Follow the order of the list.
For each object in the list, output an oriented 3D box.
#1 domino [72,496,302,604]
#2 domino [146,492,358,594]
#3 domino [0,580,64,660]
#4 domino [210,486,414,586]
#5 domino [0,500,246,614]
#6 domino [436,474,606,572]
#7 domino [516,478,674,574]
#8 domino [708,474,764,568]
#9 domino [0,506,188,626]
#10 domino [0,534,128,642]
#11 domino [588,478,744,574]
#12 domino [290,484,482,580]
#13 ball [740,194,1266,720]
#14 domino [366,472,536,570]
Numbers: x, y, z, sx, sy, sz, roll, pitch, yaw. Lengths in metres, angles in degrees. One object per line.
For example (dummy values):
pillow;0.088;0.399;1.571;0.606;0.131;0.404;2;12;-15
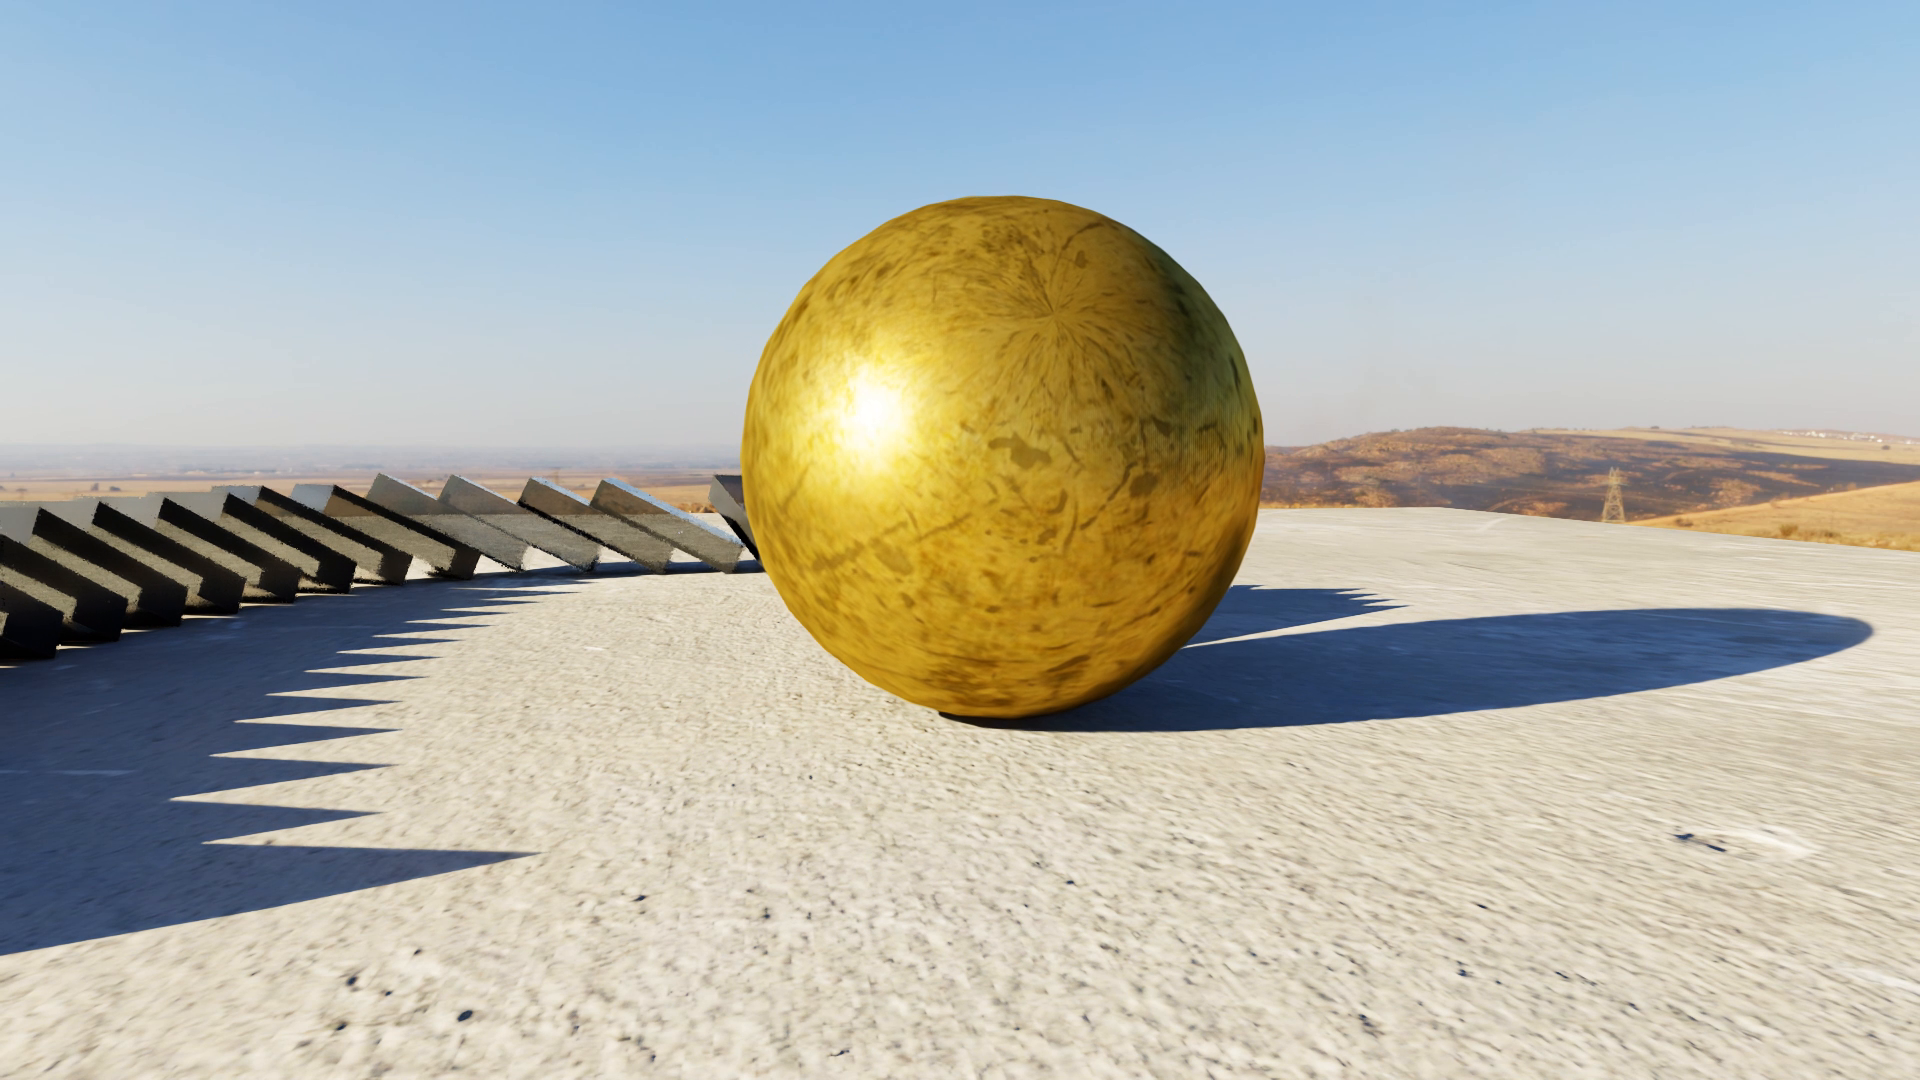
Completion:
domino;-0.194;0.003;0.324;0.025;0.009;0.050;1;-21;11
domino;-0.191;0.001;0.346;0.025;0.010;0.050;1;-21;14
domino;-0.191;0.010;0.232;0.025;0.010;0.050;0;-21;-4
domino;-0.188;-0.001;0.371;0.025;0.010;0.050;2;-22;32
domino;-0.196;0.005;0.301;0.025;0.009;0.050;1;-21;8
domino;-0.141;-0.005;0.415;0.050;0.009;0.025;27;-5;-10
domino;-0.119;-0.005;0.423;0.050;0.009;0.025;27;-2;-11
domino;-0.065;-0.006;0.441;0.025;0.010;0.050;-1;31;-36
domino;-0.195;0.007;0.278;0.025;0.010;0.050;0;-21;2
domino;-0.194;0.009;0.255;0.025;0.009;0.050;0;-21;0
domino;-0.096;-0.005;0.428;0.050;0.010;0.025;27;1;-8
domino;-0.175;-0.002;0.391;0.025;0.010;0.050;3;-21;39
ball;0.006;-0.012;0.199;0.080;0.080;0.080;0;4;0
domino;-0.164;-0.005;0.416;0.050;0.010;0.025;27;-6;-11
